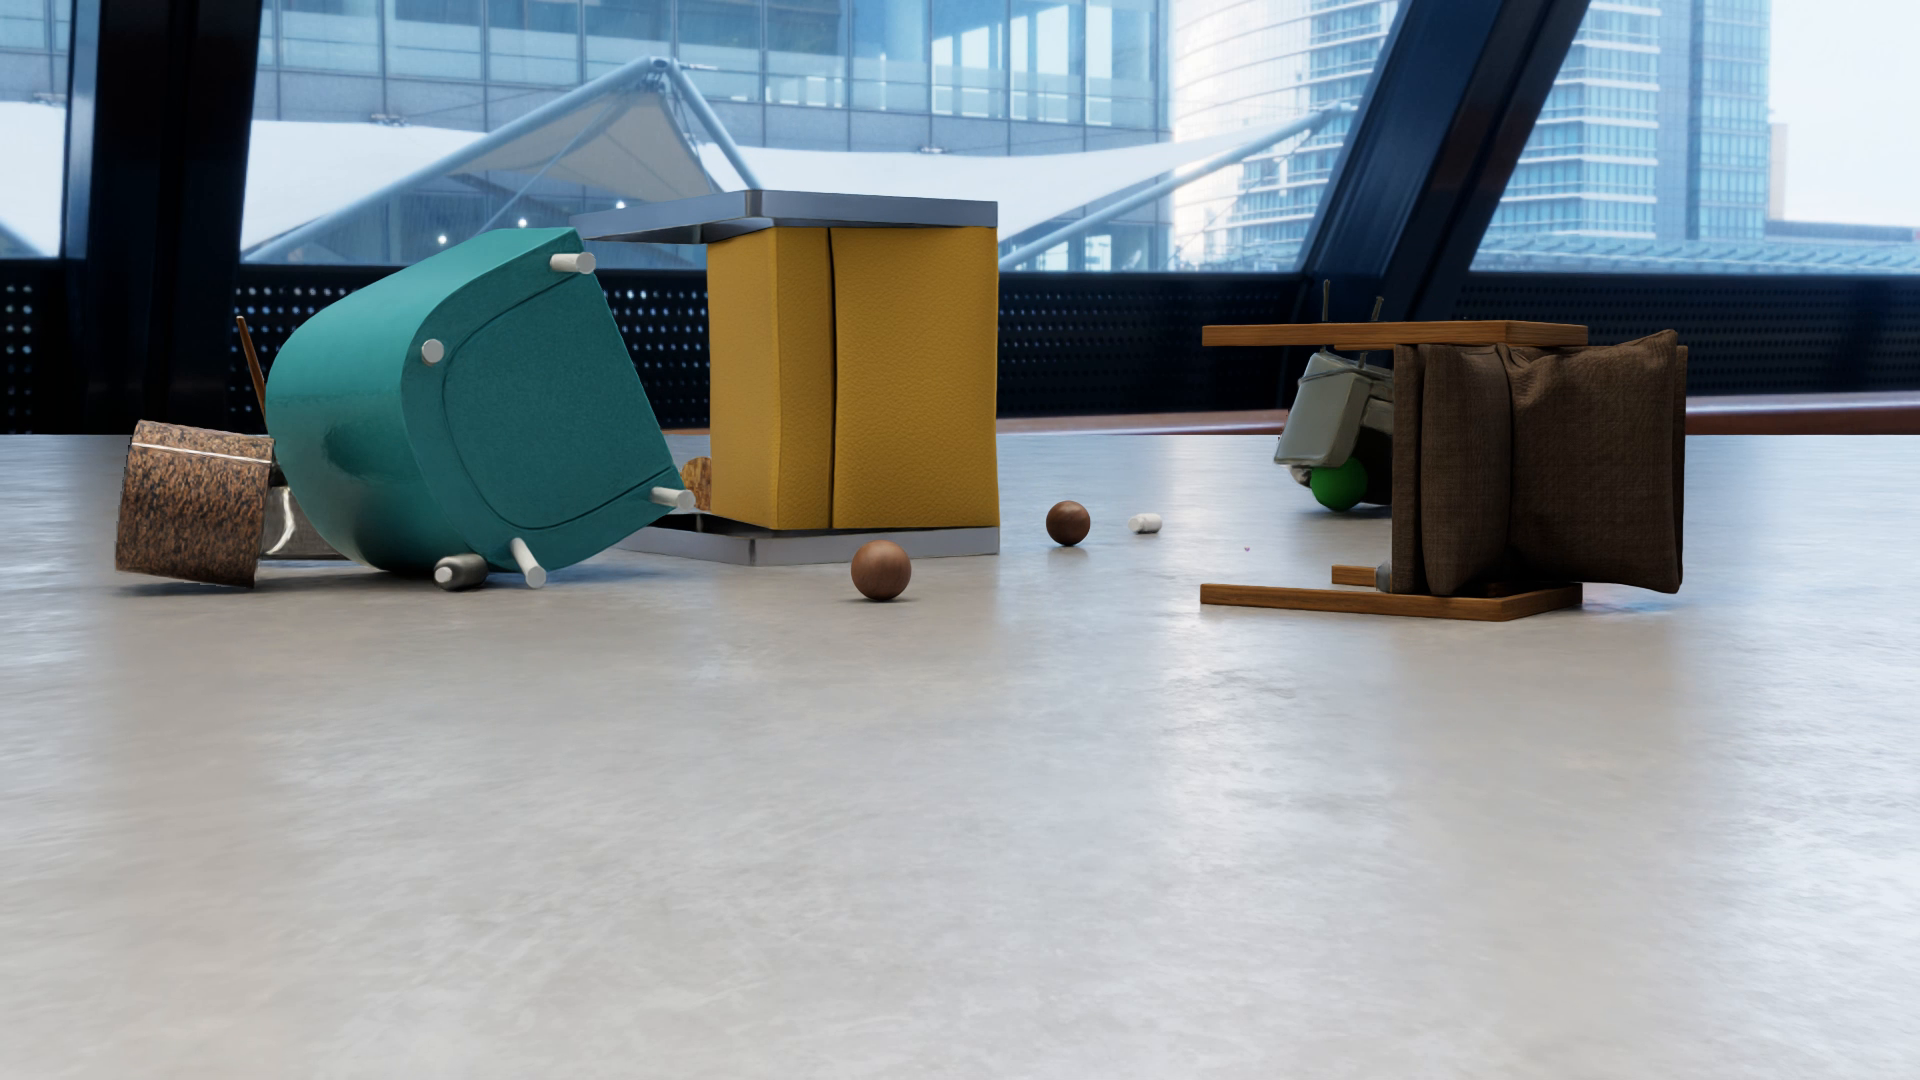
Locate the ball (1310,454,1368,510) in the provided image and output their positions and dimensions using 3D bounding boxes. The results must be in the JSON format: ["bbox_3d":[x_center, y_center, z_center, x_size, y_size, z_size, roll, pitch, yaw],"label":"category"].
[{"bbox_3d":[1.401,-0.214,8.116,0.212,0.212,0.212,0,4,0],"label":"ball"}]

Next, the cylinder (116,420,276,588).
[{"bbox_3d":[-1.714,-0.081,4.942,0.290,0.338,0.358,8,27,-16],"label":"cylinder"}]

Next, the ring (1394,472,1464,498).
[{"bbox_3d":[1.952,-0.228,9.151,0.286,0.100,0.281,0,5,17],"label":"ring"}]

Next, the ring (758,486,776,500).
[{"bbox_3d":[-0.854,-0.192,8.958,0.204,0.055,0.211,-1,3,-27],"label":"ring"}]

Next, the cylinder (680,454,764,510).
[{"bbox_3d":[-0.890,-0.215,8.218,0.224,0.197,0.249,22,12,20],"label":"cylinder"}]

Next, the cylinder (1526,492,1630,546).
[{"bbox_3d":[1.772,-0.060,6.313,0.175,0.140,0.239,-3,-13,-33],"label":"cylinder"}]
